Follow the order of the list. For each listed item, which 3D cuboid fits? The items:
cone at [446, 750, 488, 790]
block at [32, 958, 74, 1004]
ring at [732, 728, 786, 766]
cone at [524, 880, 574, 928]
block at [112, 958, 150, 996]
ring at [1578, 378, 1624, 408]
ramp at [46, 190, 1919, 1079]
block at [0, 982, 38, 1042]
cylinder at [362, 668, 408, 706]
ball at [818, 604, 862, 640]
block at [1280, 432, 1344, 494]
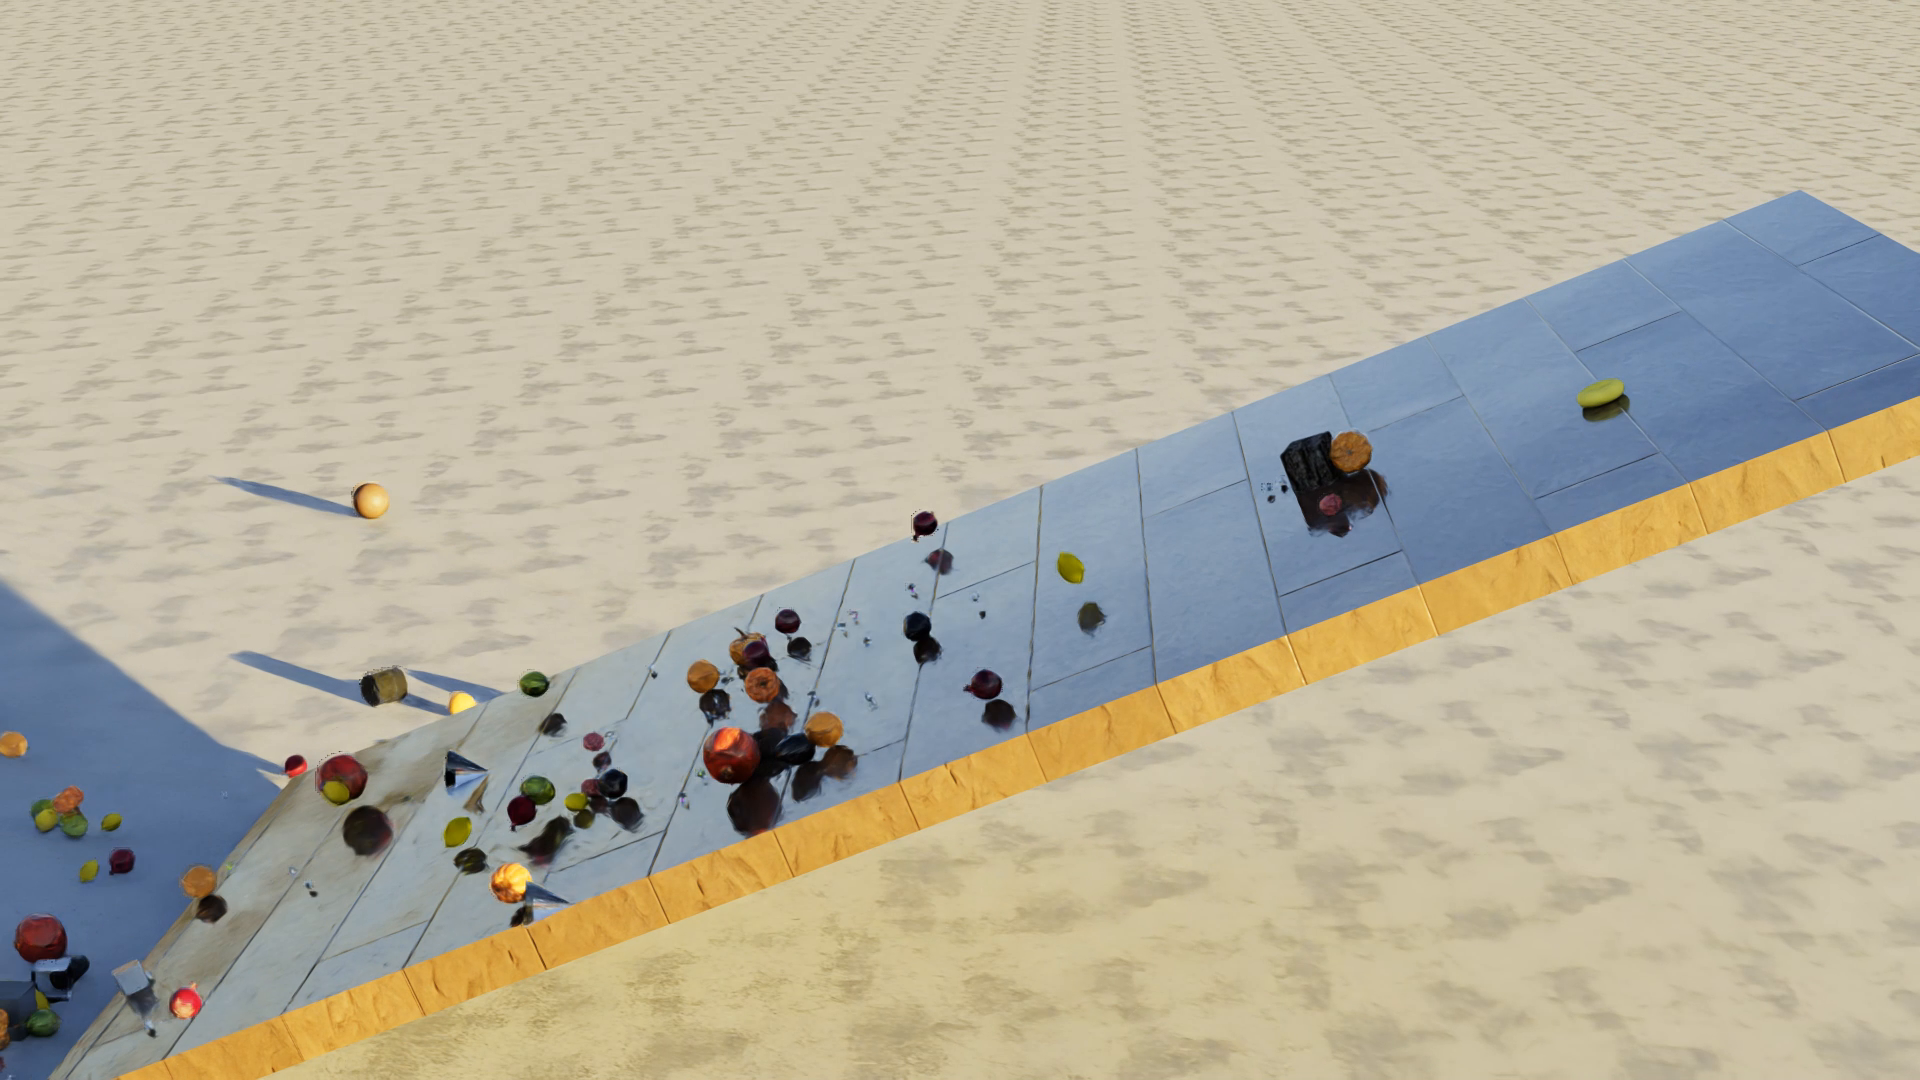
[{"bbox_3d":[-1.116,0.524,6.684,0.095,0.095,0.095,4,14,-3],"label":"cone"},{"bbox_3d":[-1.959,0.951,6.349,0.072,0.072,0.072,-2,14,-8],"label":"block"},{"bbox_3d":[-0.402,0.413,5.878,0.120,0.040,0.120,-21,11,4],"label":"ring"},{"bbox_3d":[-0.755,0.670,5.412,0.089,0.089,0.089,1,14,-7],"label":"cone"},{"bbox_3d":[-1.720,0.909,6.103,0.052,0.052,0.052,-28,13,-21],"label":"block"},{"bbox_3d":[1.282,-0.294,5.885,0.098,0.033,0.098,-23,11,5],"label":"ring"},{"bbox_3d":[0.125,0.173,6.289,4.000,0.100,2.000,-21,12,7],"label":"ramp"},{"bbox_3d":[-1.997,0.987,6.161,0.094,0.094,0.094,1,14,3],"label":"block"},{"bbox_3d":[-1.648,0.421,8.423,0.094,0.094,0.094,-13,19,-43],"label":"cylinder"},{"bbox_3d":[-0.268,0.192,6.621,0.100,0.100,0.100,0,14,0],"label":"ball"},{"bbox_3d":[0.739,-0.162,6.168,0.089,0.089,0.089,-16,14,29],"label":"block"}]
